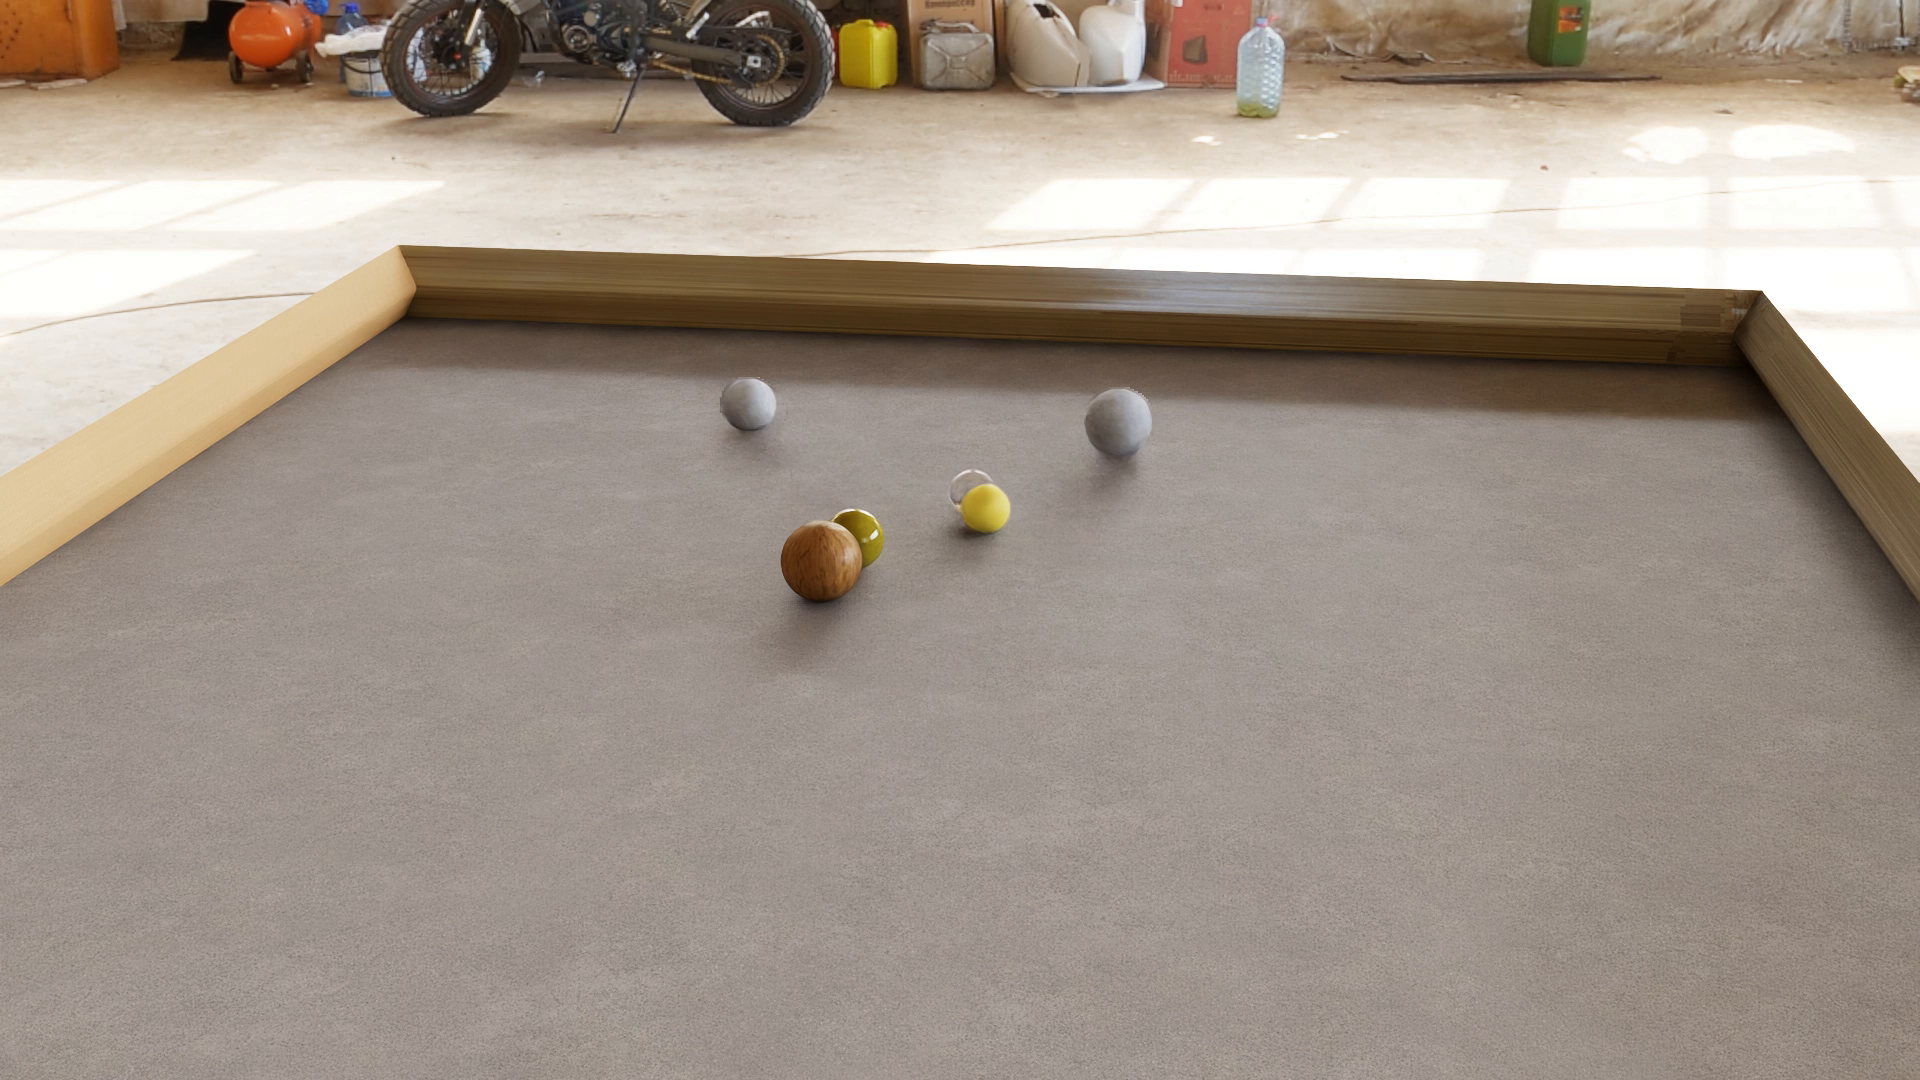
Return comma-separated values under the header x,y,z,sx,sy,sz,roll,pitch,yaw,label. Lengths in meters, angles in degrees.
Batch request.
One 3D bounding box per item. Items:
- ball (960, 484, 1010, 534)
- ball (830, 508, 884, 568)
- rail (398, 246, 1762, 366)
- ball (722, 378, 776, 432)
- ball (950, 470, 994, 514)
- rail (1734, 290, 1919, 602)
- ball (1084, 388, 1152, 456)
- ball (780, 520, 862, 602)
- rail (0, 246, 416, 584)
x,y,z,sx,sy,sz,roll,pitch,yaw,label
0.032,-0.039,2.750,0.061,0.061,0.061,0,20,0,ball
-0.127,-0.001,2.631,0.074,0.074,0.074,0,20,0,ball
0.146,-0.378,3.570,2.224,0.122,0.045,3,21,8,rail
-0.301,-0.193,3.142,0.077,0.077,0.077,0,20,0,ball
0.016,-0.059,2.806,0.060,0.060,0.060,0,20,0,ball
0.928,0.395,1.493,0.045,0.122,4.214,3,21,8,rail
0.219,-0.162,3.036,0.093,0.093,0.093,0,20,0,ball
-0.159,0.024,2.533,0.094,0.094,0.094,0,20,0,ball
-1.227,0.288,1.782,0.045,0.122,4.214,3,21,8,rail
